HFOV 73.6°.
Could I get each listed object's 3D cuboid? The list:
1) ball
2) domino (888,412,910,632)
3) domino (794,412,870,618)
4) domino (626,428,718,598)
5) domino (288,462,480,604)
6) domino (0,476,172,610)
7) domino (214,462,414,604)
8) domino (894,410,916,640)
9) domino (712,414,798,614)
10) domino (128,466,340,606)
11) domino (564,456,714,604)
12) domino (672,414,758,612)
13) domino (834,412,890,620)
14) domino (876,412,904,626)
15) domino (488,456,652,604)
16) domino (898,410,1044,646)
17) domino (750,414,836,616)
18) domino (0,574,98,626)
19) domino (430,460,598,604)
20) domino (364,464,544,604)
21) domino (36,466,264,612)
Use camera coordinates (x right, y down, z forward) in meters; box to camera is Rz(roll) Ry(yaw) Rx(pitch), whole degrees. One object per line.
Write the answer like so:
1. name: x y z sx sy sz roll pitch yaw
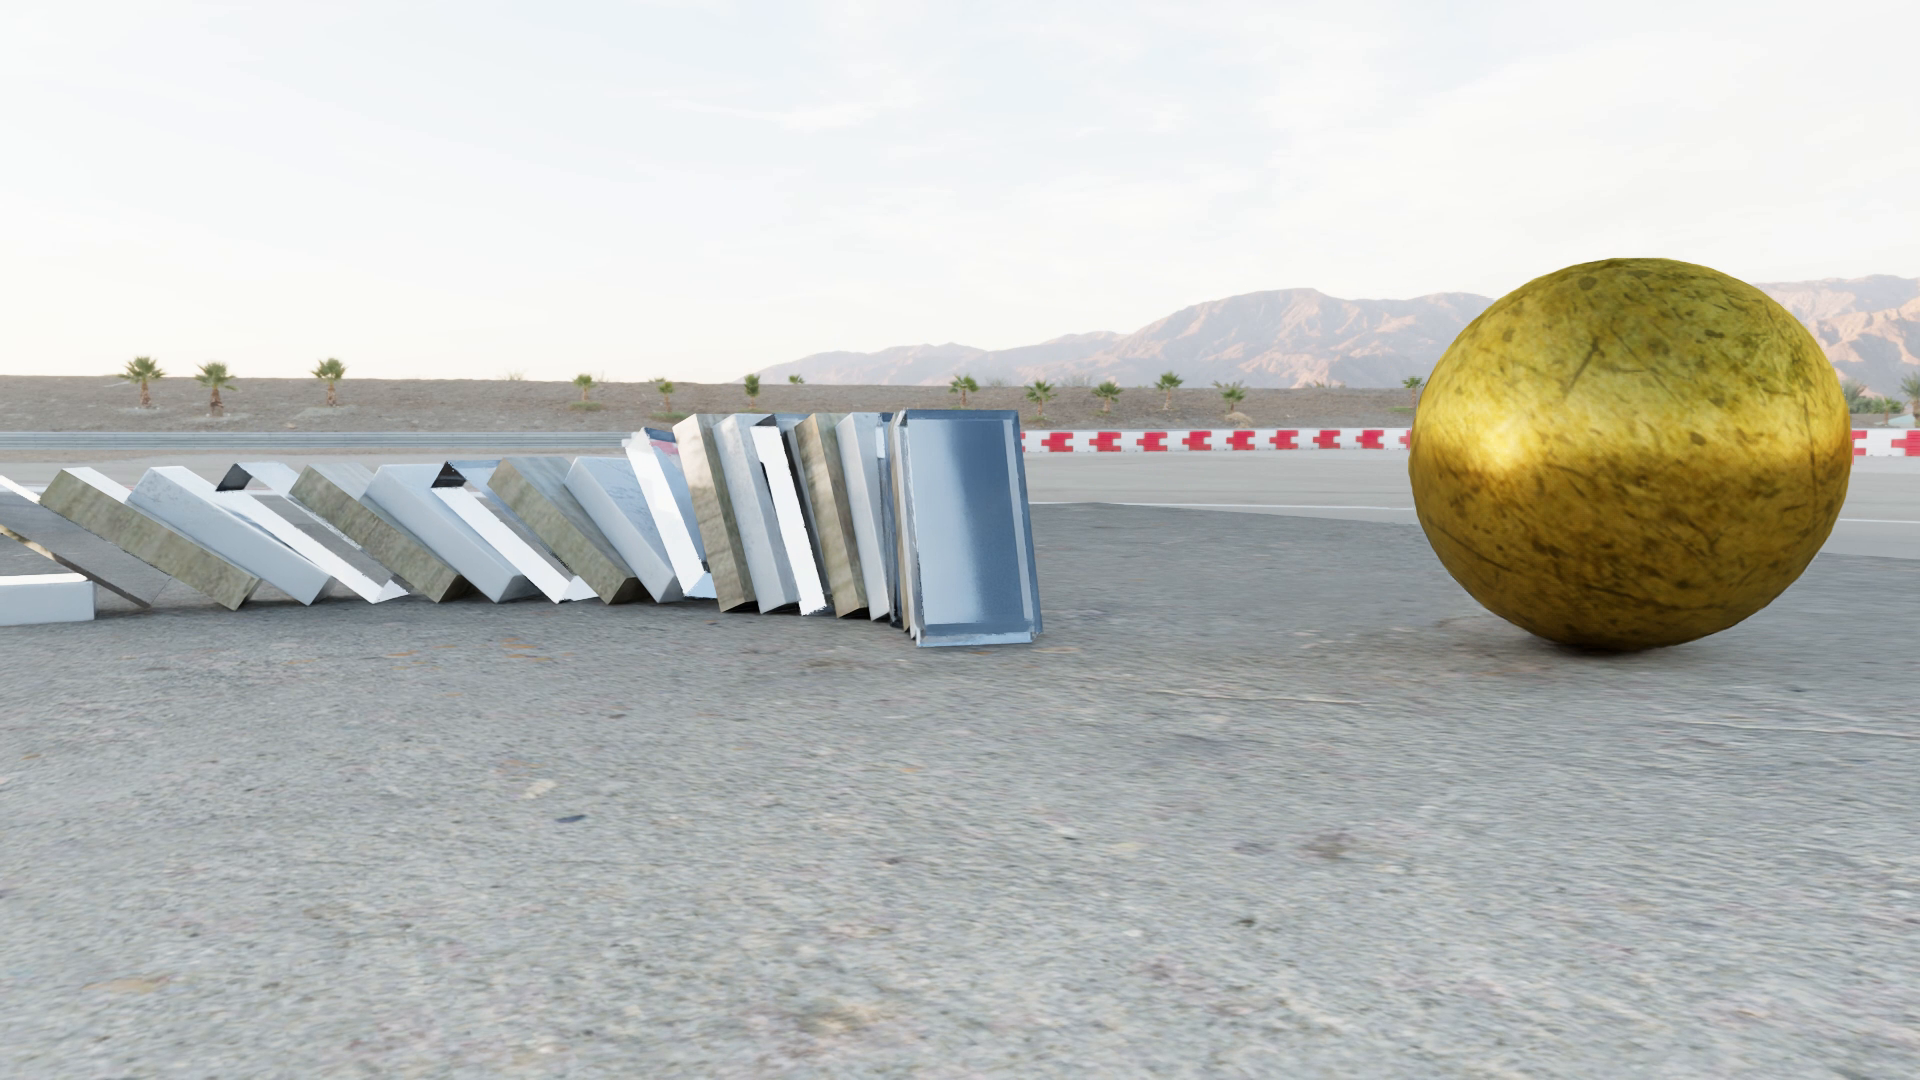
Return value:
1. ball: 0.134 -0.017 0.263 0.080 0.080 0.080 0 4 0
2. domino: -0.002 -0.005 0.296 0.025 0.050 0.010 -1 -18 -14
3. domino: -0.024 -0.007 0.323 0.025 0.050 0.010 -4 -15 -42
4. domino: -0.070 -0.007 0.347 0.025 0.050 0.009 8 -45 -49
5. domino: -0.156 -0.003 0.355 0.050 0.010 0.025 36 6 1
6. domino: -0.222 -0.001 0.317 0.050 0.010 0.025 37 -16 -25
7. domino: -0.174 -0.003 0.351 0.050 0.010 0.025 36 2 -3
8. domino: 0.000 -0.004 0.285 0.025 0.050 0.010 -1 -18 -14
9. domino: -0.046 -0.007 0.332 0.009 0.050 0.025 -23 -11 37
10. domino: -0.191 -0.001 0.342 0.050 0.009 0.025 35 -5 -15
11. domino: -0.085 -0.004 0.354 0.050 0.010 0.025 46 25 26
12. domino: -0.056 -0.008 0.335 0.010 0.050 0.025 -23 -10 37
13. domino: -0.013 -0.006 0.317 0.025 0.050 0.010 -3 -16 -34
14. domino: -0.005 -0.005 0.305 0.025 0.050 0.010 -1 -18 -14
15. domino: -0.104 -0.003 0.354 0.050 0.009 0.025 42 17 14
16. domino: 0.002 -0.003 0.275 0.025 0.050 0.010 -1 -18 -14
17. domino: -0.035 -0.007 0.329 0.010 0.050 0.025 -23 -11 38
18. domino: -0.237 0.015 0.307 0.050 0.010 0.025 -3 5 -31
19. domino: -0.120 -0.003 0.357 0.050 0.009 0.025 39 15 11
20. domino: -0.137 -0.003 0.357 0.050 0.010 0.025 37 13 10
21. domino: -0.206 0.000 0.330 0.050 0.010 0.025 36 -9 -20
